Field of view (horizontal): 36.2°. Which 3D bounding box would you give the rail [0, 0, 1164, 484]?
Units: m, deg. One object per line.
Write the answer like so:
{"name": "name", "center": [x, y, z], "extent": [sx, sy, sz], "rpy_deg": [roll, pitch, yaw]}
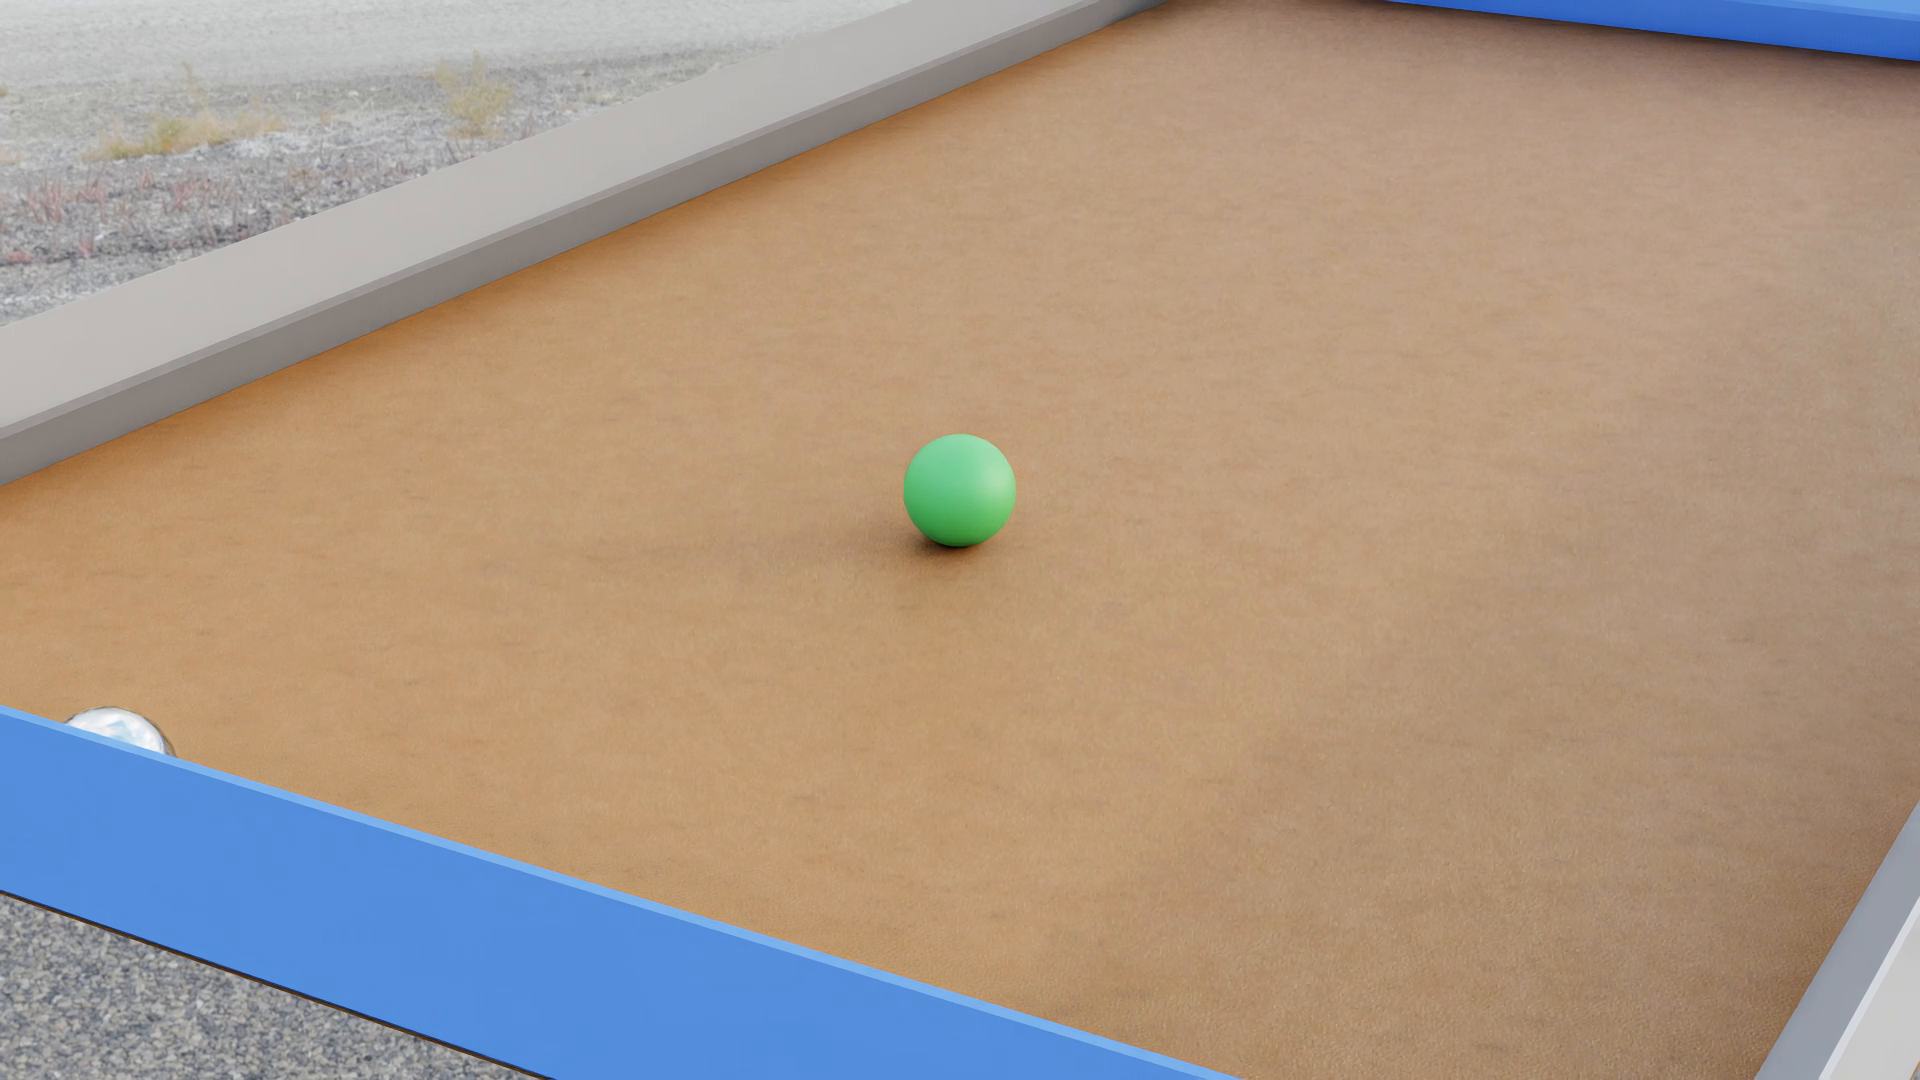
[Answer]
{"name": "rail", "center": [-0.284, -0.371, 2.861], "extent": [0.045, 0.118, 2.583], "rpy_deg": [12, 25, 27]}

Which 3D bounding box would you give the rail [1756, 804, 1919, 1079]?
{"name": "rail", "center": [0.928, -0.105, 2.217], "extent": [0.045, 0.118, 2.583], "rpy_deg": [12, 25, 27]}

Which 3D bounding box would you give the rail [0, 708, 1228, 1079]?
{"name": "rail", "center": [-0.310, 0.181, 1.523], "extent": [1.446, 0.118, 0.045], "rpy_deg": [12, 25, 27]}

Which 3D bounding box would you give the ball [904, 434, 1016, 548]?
{"name": "ball", "center": [0.000, -0.035, 2.100], "extent": [0.081, 0.081, 0.081], "rpy_deg": [0, 22, 0]}

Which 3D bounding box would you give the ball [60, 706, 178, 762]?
{"name": "ball", "center": [-0.489, 0.135, 1.688], "extent": [0.079, 0.079, 0.079], "rpy_deg": [0, 22, 0]}

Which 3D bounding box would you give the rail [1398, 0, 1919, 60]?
{"name": "rail", "center": [0.954, -0.658, 3.555], "extent": [1.446, 0.118, 0.045], "rpy_deg": [12, 25, 27]}
